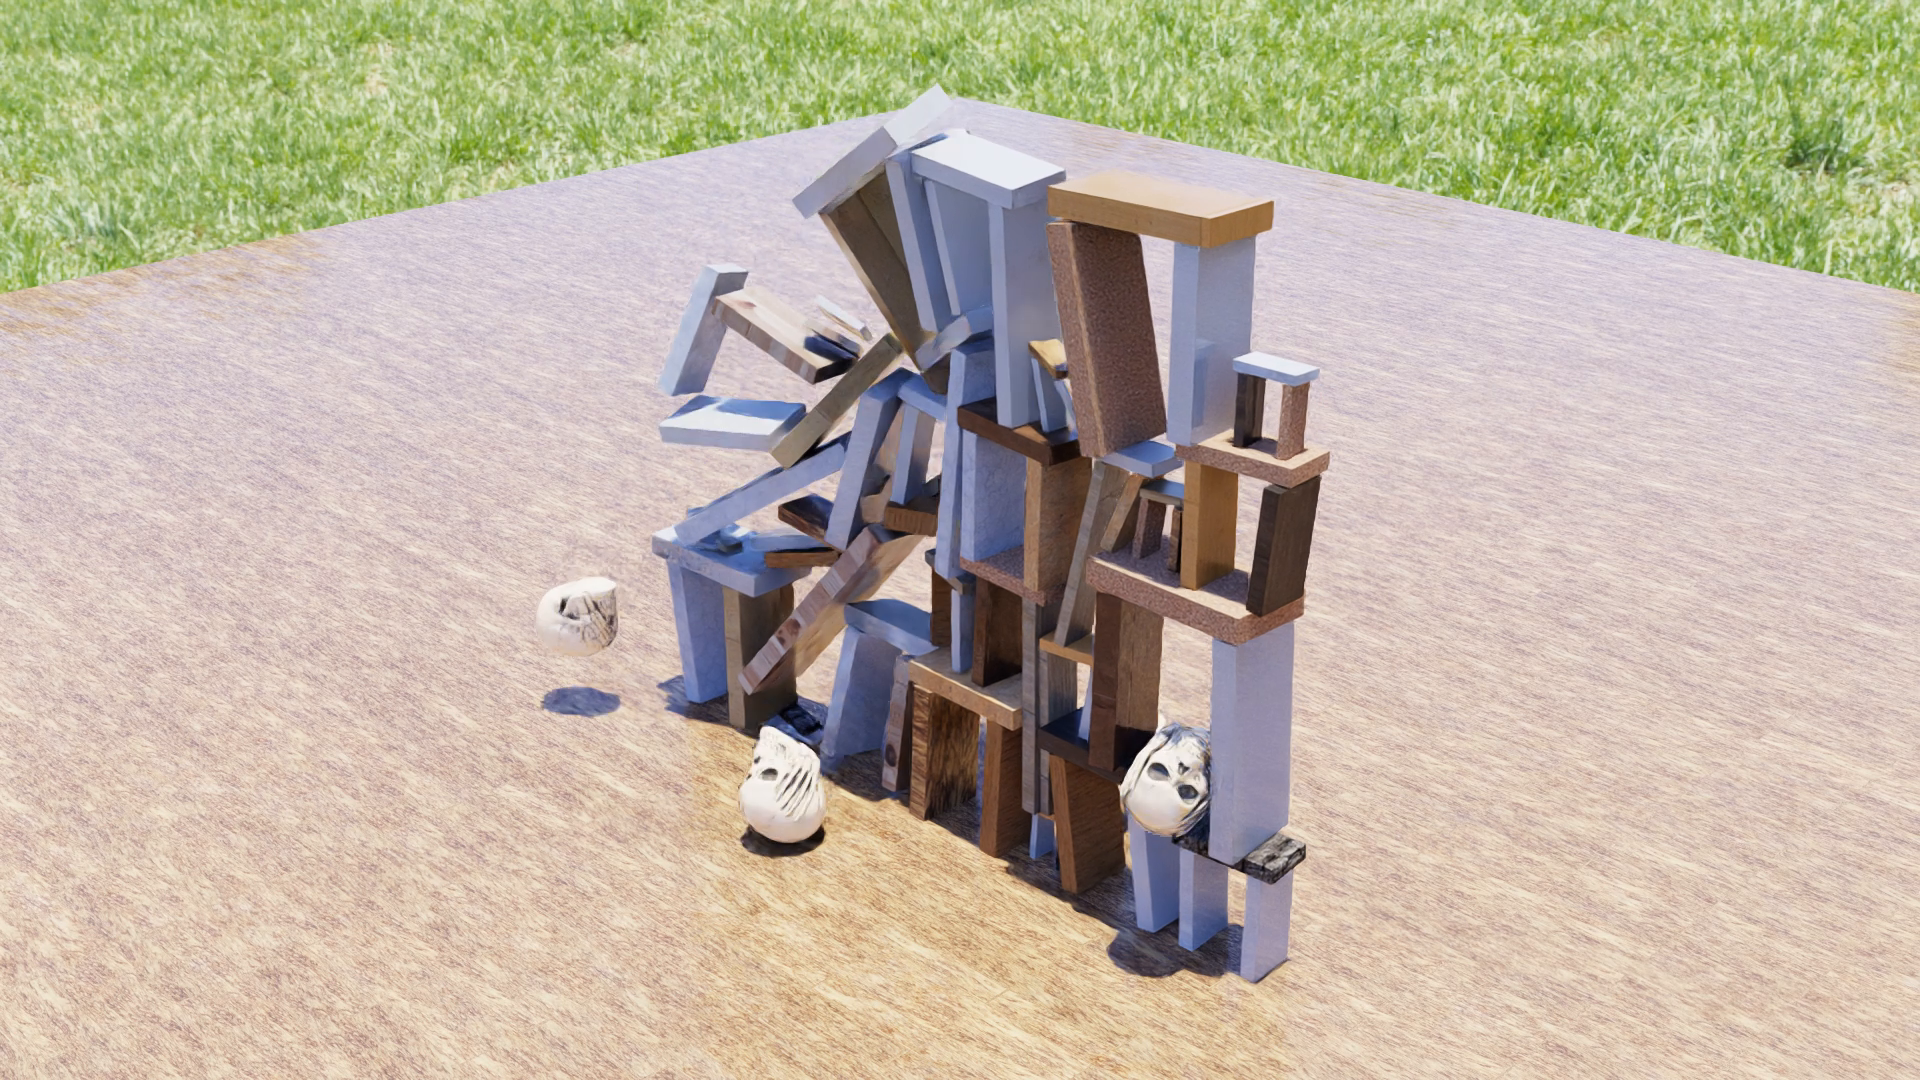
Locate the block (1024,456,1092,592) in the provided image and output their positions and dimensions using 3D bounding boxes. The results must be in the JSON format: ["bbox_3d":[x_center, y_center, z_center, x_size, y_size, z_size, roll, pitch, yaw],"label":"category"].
[{"bbox_3d":[0.178,-0.045,3.996,0.128,0.257,0.036,-20,32,-38],"label":"block"}]

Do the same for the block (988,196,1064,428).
[{"bbox_3d":[0.121,-0.409,3.909,0.130,0.404,0.037,-19,26,-36],"label":"block"}]

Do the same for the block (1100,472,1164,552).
[{"bbox_3d":[0.305,-0.063,3.842,0.024,0.172,0.086,37,39,21],"label":"block"}]

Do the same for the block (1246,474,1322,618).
[{"bbox_3d":[0.531,0.005,3.607,0.032,0.227,0.113,28,36,37],"label":"block"}]

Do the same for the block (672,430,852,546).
[{"bbox_3d":[-0.375,-0.121,4.593,0.477,0.049,0.172,-25,8,32],"label":"block"}]

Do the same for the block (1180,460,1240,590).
[{"bbox_3d":[0.422,-0.041,3.711,0.032,0.227,0.113,18,29,38],"label":"block"}]

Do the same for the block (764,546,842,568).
[{"bbox_3d":[-0.297,0.029,4.598,0.210,0.030,0.105,-2,11,39],"label":"block"}]

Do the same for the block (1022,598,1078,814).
[{"bbox_3d":[0.171,0.300,4.171,0.115,0.449,0.033,-20,30,-39],"label":"block"}]

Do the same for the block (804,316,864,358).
[{"bbox_3d":[-0.254,-0.406,4.420,0.126,0.018,0.063,29,-4,3],"label":"block"}]

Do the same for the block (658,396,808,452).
[{"bbox_3d":[-0.470,-0.242,4.559,0.281,0.040,0.140,6,33,31],"label":"block"}]

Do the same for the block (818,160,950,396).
[{"bbox_3d":[-0.089,-0.500,4.228,0.167,0.434,0.047,-41,27,-15],"label":"block"}]

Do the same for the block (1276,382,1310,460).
[{"bbox_3d":[0.536,-0.197,3.541,0.018,0.126,0.063,16,26,30],"label":"block"}]

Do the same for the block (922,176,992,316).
[{"bbox_3d":[0.024,-0.551,3.995,0.131,0.261,0.037,-18,13,-24],"label":"block"}]

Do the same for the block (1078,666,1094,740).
[{"bbox_3d":[0.256,0.286,4.058,0.022,0.154,0.077,20,29,21],"label":"block"}]

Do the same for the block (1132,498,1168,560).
[{"bbox_3d":[0.331,-0.028,3.823,0.017,0.119,0.059,29,36,33],"label":"block"}]

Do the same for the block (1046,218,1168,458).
[{"bbox_3d":[0.254,-0.357,3.751,0.169,0.400,0.048,-21,18,-37],"label":"block"}]

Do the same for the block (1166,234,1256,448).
[{"bbox_3d":[0.412,-0.338,3.607,0.048,0.338,0.169,17,28,36],"label":"block"}]

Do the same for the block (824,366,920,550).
[{"bbox_3d":[-0.175,-0.163,4.423,0.049,0.344,0.172,25,31,15],"label":"block"}]

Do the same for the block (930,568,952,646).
[{"bbox_3d":[-0.014,0.126,4.369,0.085,0.169,0.024,-2,17,-7],"label":"block"}]

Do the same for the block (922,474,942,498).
[{"bbox_3d":[0.029,-0.149,4.413,0.206,0.029,0.103,-31,-8,40],"label":"block"}]

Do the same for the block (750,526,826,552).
[{"bbox_3d":[-0.329,-0.006,4.664,0.210,0.030,0.105,-4,10,30],"label":"block"}]

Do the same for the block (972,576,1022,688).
[{"bbox_3d":[0.081,0.160,4.217,0.115,0.230,0.033,-19,33,-37],"label":"block"}]

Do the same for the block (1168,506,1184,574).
[{"bbox_3d":[0.384,-0.007,3.772,0.017,0.119,0.059,21,32,33],"label":"block"}]

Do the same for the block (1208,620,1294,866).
[{"bbox_3d":[0.503,0.336,3.795,0.049,0.425,0.174,18,32,38],"label":"block"}]

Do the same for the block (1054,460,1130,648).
[{"bbox_3d":[0.240,0.015,3.950,0.024,0.394,0.086,32,37,29],"label":"block"}]

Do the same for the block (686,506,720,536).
[{"bbox_3d":[-0.562,-0.038,4.794,0.046,0.013,0.093,-10,40,-22],"label":"block"}]

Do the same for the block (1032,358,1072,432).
[{"bbox_3d":[0.164,-0.264,3.919,0.056,0.133,0.016,-19,16,-37],"label":"block"}]

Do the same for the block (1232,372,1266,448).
[{"bbox_3d":[0.474,-0.218,3.593,0.018,0.126,0.063,17,27,33],"label":"block"}]

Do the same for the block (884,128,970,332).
[{"bbox_3d":[-0.028,-0.570,4.055,0.167,0.334,0.047,-31,32,-31],"label":"block"}]

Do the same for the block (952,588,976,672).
[{"bbox_3d":[0.024,0.166,4.281,0.085,0.169,0.024,-17,27,-37],"label":"block"}]

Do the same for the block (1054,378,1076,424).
[{"bbox_3d":[0.199,-0.232,3.858,0.016,0.112,0.056,-27,7,9],"label":"block"}]

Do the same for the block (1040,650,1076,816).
[{"bbox_3d":[0.186,0.353,4.167,0.077,0.355,0.022,-22,31,-39],"label":"block"}]

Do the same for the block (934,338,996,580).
[{"bbox_3d":[0.037,-0.155,4.161,0.147,0.464,0.042,-16,34,-35],"label":"block"}]

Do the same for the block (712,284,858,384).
[{"bbox_3d":[-0.356,-0.421,4.483,0.281,0.040,0.140,36,34,21],"label":"block"}]

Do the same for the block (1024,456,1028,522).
[{"bbox_3d":[0.118,-0.200,4.314,0.042,0.293,0.147,0,34,30],"label":"block"}]

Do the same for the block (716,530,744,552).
[{"bbox_3d":[-0.517,0.001,4.765,0.046,0.013,0.093,-20,31,-38],"label":"block"}]

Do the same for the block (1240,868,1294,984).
[{"bbox_3d":[0.546,0.670,3.908,0.030,0.213,0.107,19,30,37],"label":"block"}]

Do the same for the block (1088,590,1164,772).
[{"bbox_3d":[0.302,0.223,3.959,0.049,0.348,0.174,15,28,28],"label":"block"}]

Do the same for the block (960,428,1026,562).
[{"bbox_3d":[0.063,-0.098,4.112,0.128,0.256,0.036,-20,32,-38],"label":"block"}]

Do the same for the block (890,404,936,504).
[{"bbox_3d":[-0.090,-0.183,4.397,0.029,0.206,0.103,17,23,18],"label":"block"}]

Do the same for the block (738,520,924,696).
[{"bbox_3d":[-0.268,0.135,4.606,0.166,0.550,0.047,-18,67,-49],"label":"block"}]
